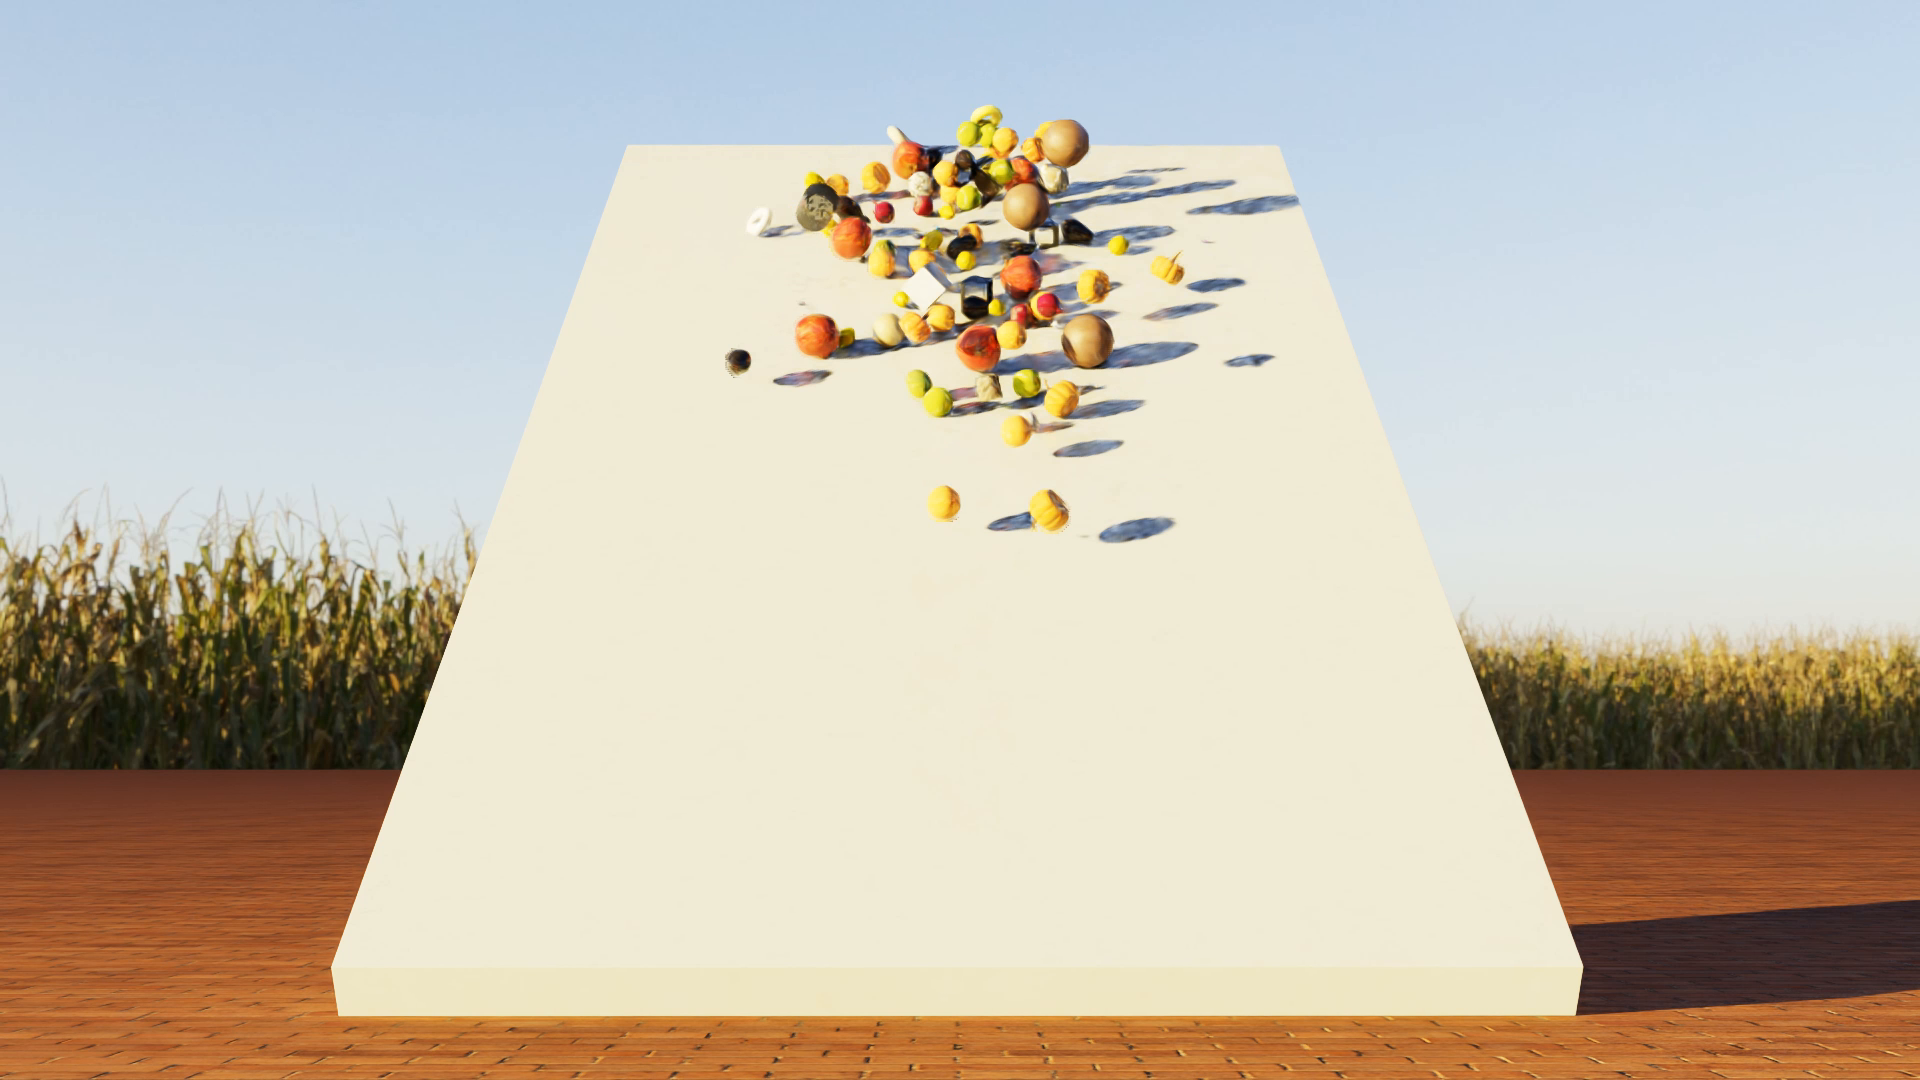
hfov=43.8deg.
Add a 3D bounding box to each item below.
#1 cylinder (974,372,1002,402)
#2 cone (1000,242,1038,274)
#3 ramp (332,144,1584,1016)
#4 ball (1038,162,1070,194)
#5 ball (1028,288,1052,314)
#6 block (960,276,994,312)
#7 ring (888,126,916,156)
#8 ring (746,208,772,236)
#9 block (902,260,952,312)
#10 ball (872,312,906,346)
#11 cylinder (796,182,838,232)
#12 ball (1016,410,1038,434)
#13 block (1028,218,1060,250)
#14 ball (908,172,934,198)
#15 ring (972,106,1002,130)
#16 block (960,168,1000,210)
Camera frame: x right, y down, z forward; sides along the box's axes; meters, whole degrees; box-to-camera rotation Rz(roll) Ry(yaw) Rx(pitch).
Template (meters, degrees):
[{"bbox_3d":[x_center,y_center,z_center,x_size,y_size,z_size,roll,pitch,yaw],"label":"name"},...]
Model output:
[{"bbox_3d":[0.067,-0.360,5.636,0.057,0.057,0.057,-14,9,2],"label":"cylinder"},{"bbox_3d":[0.170,-0.773,6.397,0.094,0.094,0.094,-24,-1,-10],"label":"cone"},{"bbox_3d":[-0.012,-0.221,5.602,2.000,0.100,4.000,0,28,0],"label":"ramp"},{"bbox_3d":[0.267,-1.030,6.809,0.092,0.092,0.092,0,-5,0],"label":"ball"},{"bbox_3d":[0.204,-0.616,6.160,0.062,0.062,0.062,0,-5,0],"label":"ball"},{"bbox_3d":[0.043,-0.641,6.208,0.067,0.067,0.067,11,30,20],"label":"block"},{"bbox_3d":[-0.177,-1.209,7.237,0.037,0.112,0.112,-41,-15,9],"label":"ring"},{"bbox_3d":[-0.556,-0.886,6.643,0.089,0.089,0.030,-5,-33,45],"label":"ring"},{"bbox_3d":[-0.083,-0.642,6.045,0.083,0.083,0.083,-43,2,21],"label":"block"},{"bbox_3d":[-0.178,-0.525,5.971,0.085,0.085,0.085,0,-5,0],"label":"ball"},{"bbox_3d":[-0.372,-0.868,6.229,0.094,0.094,0.094,2,-21,-17],"label":"cylinder"},{"bbox_3d":[0.155,-0.273,5.540,0.052,0.052,0.052,0,-5,0],"label":"ball"},{"bbox_3d":[0.230,-0.844,6.589,0.064,0.064,0.064,-12,31,-22],"label":"block"},{"bbox_3d":[-0.112,-1.026,6.913,0.076,0.076,0.076,0,-5,0],"label":"ball"},{"bbox_3d":[0.076,-1.207,6.829,0.091,0.030,0.091,-8,-28,-4],"label":"ring"},{"bbox_3d":[0.056,-0.989,6.717,0.078,0.078,0.078,45,7,-14],"label":"block"}]
